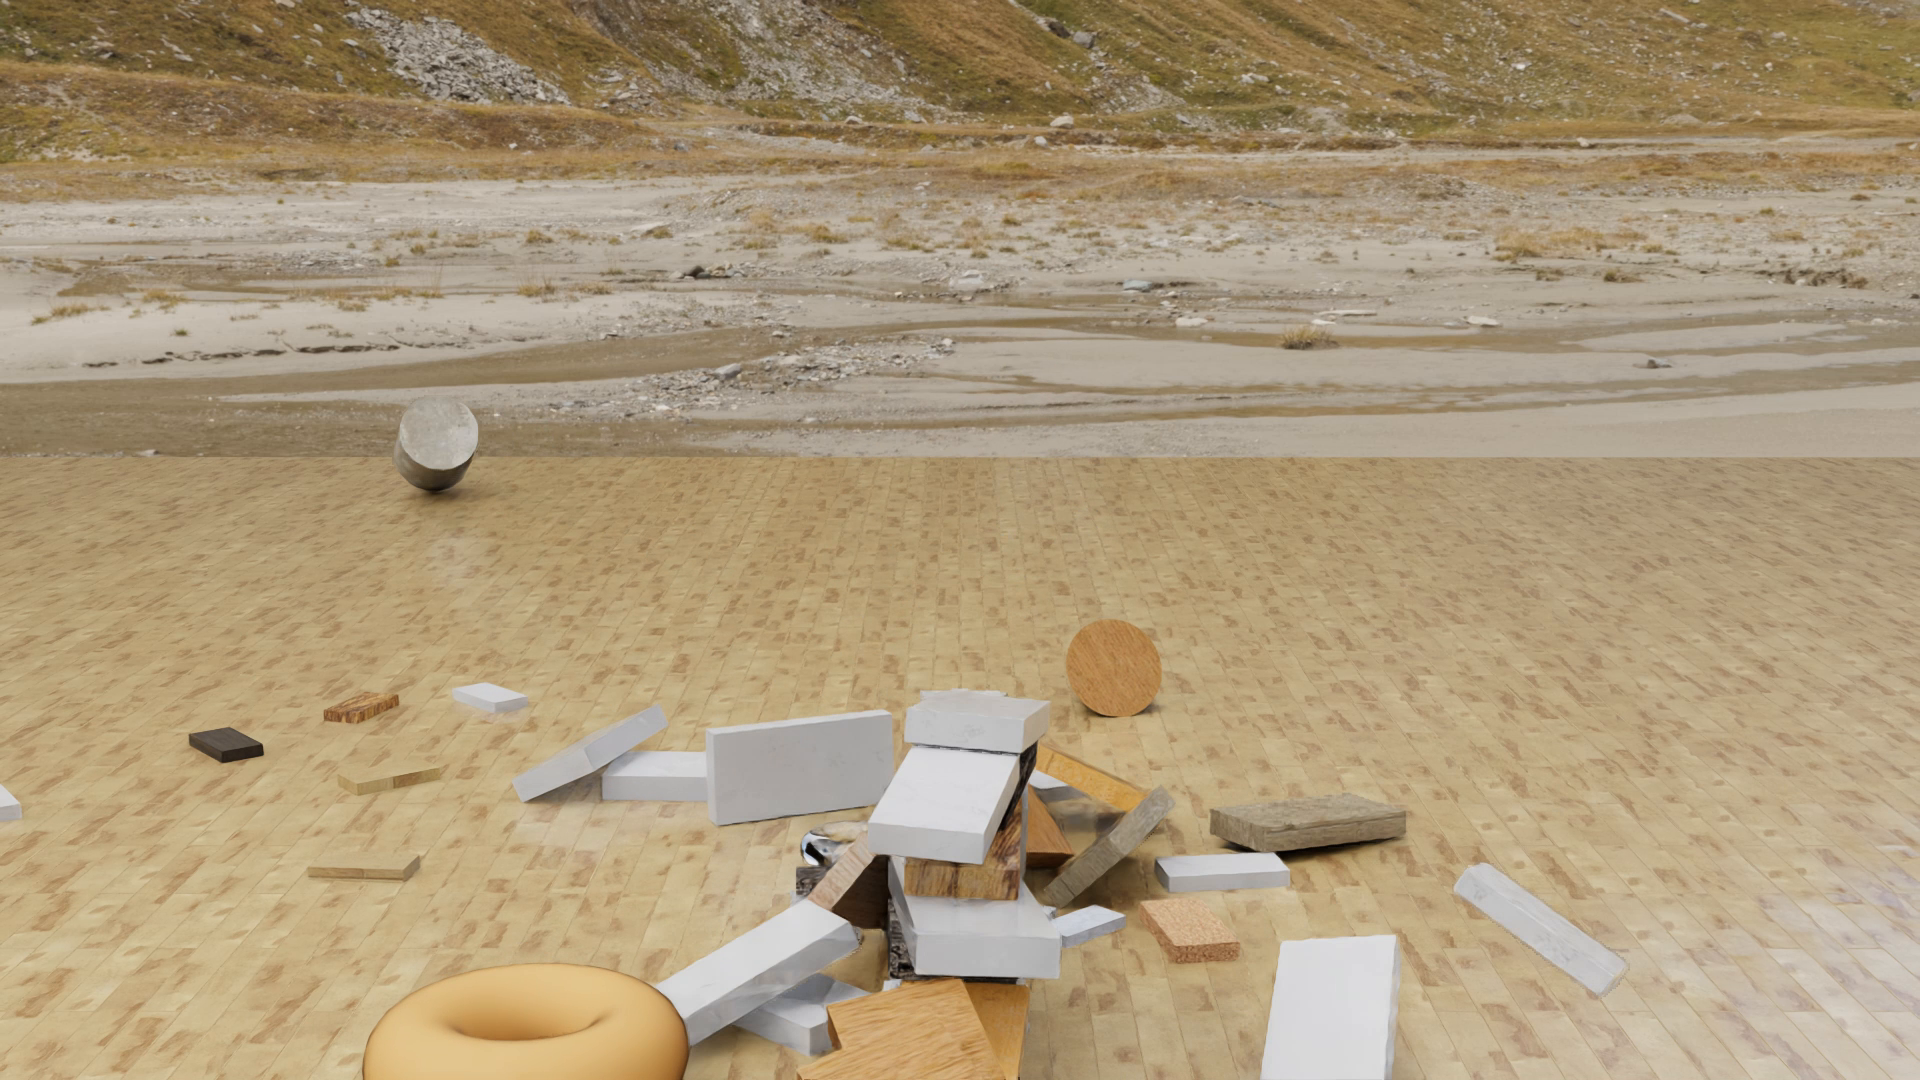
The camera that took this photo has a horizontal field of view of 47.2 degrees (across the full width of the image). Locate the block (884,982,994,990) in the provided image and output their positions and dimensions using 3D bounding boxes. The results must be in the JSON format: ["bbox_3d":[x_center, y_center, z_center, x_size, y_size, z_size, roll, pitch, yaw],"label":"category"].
[{"bbox_3d":[-0.018,0.634,2.648,0.157,0.044,0.313,1,19,-1],"label":"block"}]

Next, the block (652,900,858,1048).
[{"bbox_3d":[-0.303,0.612,3.110,0.292,0.041,0.146,-27,17,-25],"label":"block"}]

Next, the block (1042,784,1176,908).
[{"bbox_3d":[0.256,0.514,3.705,0.152,0.043,0.303,-43,-7,23],"label":"block"}]

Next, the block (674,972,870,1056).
[{"bbox_3d":[-0.261,0.662,3.170,0.292,0.041,0.146,10,15,43],"label":"block"}]

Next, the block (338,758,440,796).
[{"bbox_3d":[-1.114,0.462,4.292,0.173,0.024,0.086,-9,14,-39],"label":"block"}]

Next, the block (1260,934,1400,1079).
[{"bbox_3d":[0.495,0.645,2.926,0.159,0.045,0.319,-7,25,18],"label":"block"}]

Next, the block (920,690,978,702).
[{"bbox_3d":[-0.012,0.334,4.416,0.115,0.033,0.230,0,4,-6],"label":"block"}]

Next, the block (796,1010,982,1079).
[{"bbox_3d":[-0.020,0.649,2.285,0.166,0.047,0.333,-19,42,-24],"label":"block"}]

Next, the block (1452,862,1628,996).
[{"bbox_3d":[0.484,0.322,1.831,0.143,0.020,0.072,36,13,23],"label":"block"}]

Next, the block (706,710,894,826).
[{"bbox_3d":[-0.296,0.422,4.100,0.351,0.171,0.048,-5,8,-24],"label":"block"}]

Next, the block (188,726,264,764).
[{"bbox_3d":[-1.507,0.420,4.516,0.086,0.024,0.173,-9,14,-39],"label":"block"}]

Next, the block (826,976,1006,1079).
[{"bbox_3d":[-0.027,0.619,2.413,0.158,0.045,0.317,-11,36,-15],"label":"block"}]

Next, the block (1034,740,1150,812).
[{"bbox_3d":[0.200,0.420,4.024,0.345,0.043,0.152,24,-1,10],"label":"block"}]

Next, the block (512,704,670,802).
[{"bbox_3d":[-0.718,0.413,4.296,0.171,0.048,0.341,-24,2,19],"label":"block"}]

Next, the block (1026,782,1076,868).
[{"bbox_3d":[0.077,0.473,3.682,0.043,0.152,0.303,-40,-23,15],"label":"block"}]

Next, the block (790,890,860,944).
[{"bbox_3d":[-0.217,0.603,3.526,0.095,0.027,0.189,-2,11,-9],"label":"block"}]

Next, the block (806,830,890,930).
[{"bbox_3d":[-0.119,0.525,3.366,0.041,0.146,0.292,42,7,25],"label":"block"}]

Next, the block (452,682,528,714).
[{"bbox_3d":[-1.044,0.351,4.890,0.086,0.024,0.173,-10,14,-43],"label":"block"}]

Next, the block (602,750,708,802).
[{"bbox_3d":[-0.505,0.457,4.253,0.341,0.048,0.171,1,11,3],"label":"block"}]

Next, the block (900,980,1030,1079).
[{"bbox_3d":[-0.009,0.616,2.567,0.157,0.044,0.313,3,20,5],"label":"block"}]

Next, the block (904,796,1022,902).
[{"bbox_3d":[0.010,0.384,2.960,0.144,0.041,0.418,3,13,1],"label":"block"}]

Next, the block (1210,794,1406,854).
[{"bbox_3d":[0.622,0.504,3.929,0.319,0.045,0.159,-2,7,-30],"label":"block"}]

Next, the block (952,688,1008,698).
[{"bbox_3d":[0.014,0.361,4.621,0.120,0.034,0.239,3,11,14],"label":"block"}]

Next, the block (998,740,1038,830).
[{"bbox_3d":[0.014,0.326,3.033,0.144,0.041,0.288,5,13,10],"label":"block"}]

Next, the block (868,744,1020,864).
[{"bbox_3d":[-0.017,0.333,2.822,0.144,0.041,0.288,5,16,10],"label":"block"}]

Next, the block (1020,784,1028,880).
[{"bbox_3d":[0.006,0.496,3.279,0.177,0.354,0.050,0,43,-2],"label":"block"}]

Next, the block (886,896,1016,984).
[{"bbox_3d":[-0.015,0.516,2.856,0.157,0.044,0.313,3,1,-3],"label":"block"}]

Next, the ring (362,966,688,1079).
[{"bbox_3d":[-0.563,0.670,2.864,0.417,0.139,0.417,1,9,0],"label":"ring"}]

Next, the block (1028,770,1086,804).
[{"bbox_3d":[0.151,0.464,4.267,0.102,0.029,0.203,-5,12,-26],"label":"block"}]

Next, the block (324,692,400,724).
[{"bbox_3d":[-1.308,0.366,4.809,0.083,0.024,0.167,3,11,17],"label":"block"}]

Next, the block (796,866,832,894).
[{"bbox_3d":[-0.223,0.559,3.622,0.094,0.027,0.189,-2,-3,-5],"label":"block"}]

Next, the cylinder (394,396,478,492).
[{"bbox_3d":[-1.831,-0.336,7.683,0.267,0.267,0.267,-4,-13,-20],"label":"cylinder"}]

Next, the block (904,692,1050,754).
[{"bbox_3d":[0.029,0.254,3.089,0.159,0.045,0.319,5,1,9],"label":"block"}]

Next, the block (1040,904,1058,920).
[{"bbox_3d":[0.080,0.602,3.549,0.138,0.020,0.069,5,12,27],"label":"block"}]

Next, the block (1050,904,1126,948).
[{"bbox_3d":[0.192,0.613,3.491,0.138,0.020,0.069,-10,14,-43],"label":"block"}]

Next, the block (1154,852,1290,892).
[{"bbox_3d":[0.445,0.564,3.734,0.209,0.028,0.099,-2,11,-9],"label":"block"}]

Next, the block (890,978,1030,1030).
[{"bbox_3d":[-0.005,0.574,2.986,0.177,0.050,0.354,-2,10,-1],"label":"block"}]

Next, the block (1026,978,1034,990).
[{"bbox_3d":[-0.002,0.627,2.991,0.177,0.050,0.354,1,11,7],"label":"block"}]

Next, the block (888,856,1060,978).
[{"bbox_3d":[0.007,0.472,2.818,0.167,0.047,0.573,3,1,-5],"label":"block"}]

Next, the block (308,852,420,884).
[{"bbox_3d":[-1.020,0.560,3.767,0.167,0.024,0.083,1,11,5],"label":"block"}]

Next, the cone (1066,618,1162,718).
[{"bbox_3d":[0.308,0.310,4.905,0.221,0.221,0.221,-3,-16,-16],"label":"cone"}]

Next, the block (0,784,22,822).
[{"bbox_3d":[-1.836,0.492,4.119,0.099,0.028,0.198,-8,13,-36],"label":"block"}]

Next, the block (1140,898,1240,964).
[{"bbox_3d":[0.359,0.614,3.463,0.102,0.029,0.203,-2,11,-11],"label":"block"}]

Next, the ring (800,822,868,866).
[{"bbox_3d":[-0.187,0.534,3.807,0.181,0.060,0.181,1,10,0],"label":"ring"}]
